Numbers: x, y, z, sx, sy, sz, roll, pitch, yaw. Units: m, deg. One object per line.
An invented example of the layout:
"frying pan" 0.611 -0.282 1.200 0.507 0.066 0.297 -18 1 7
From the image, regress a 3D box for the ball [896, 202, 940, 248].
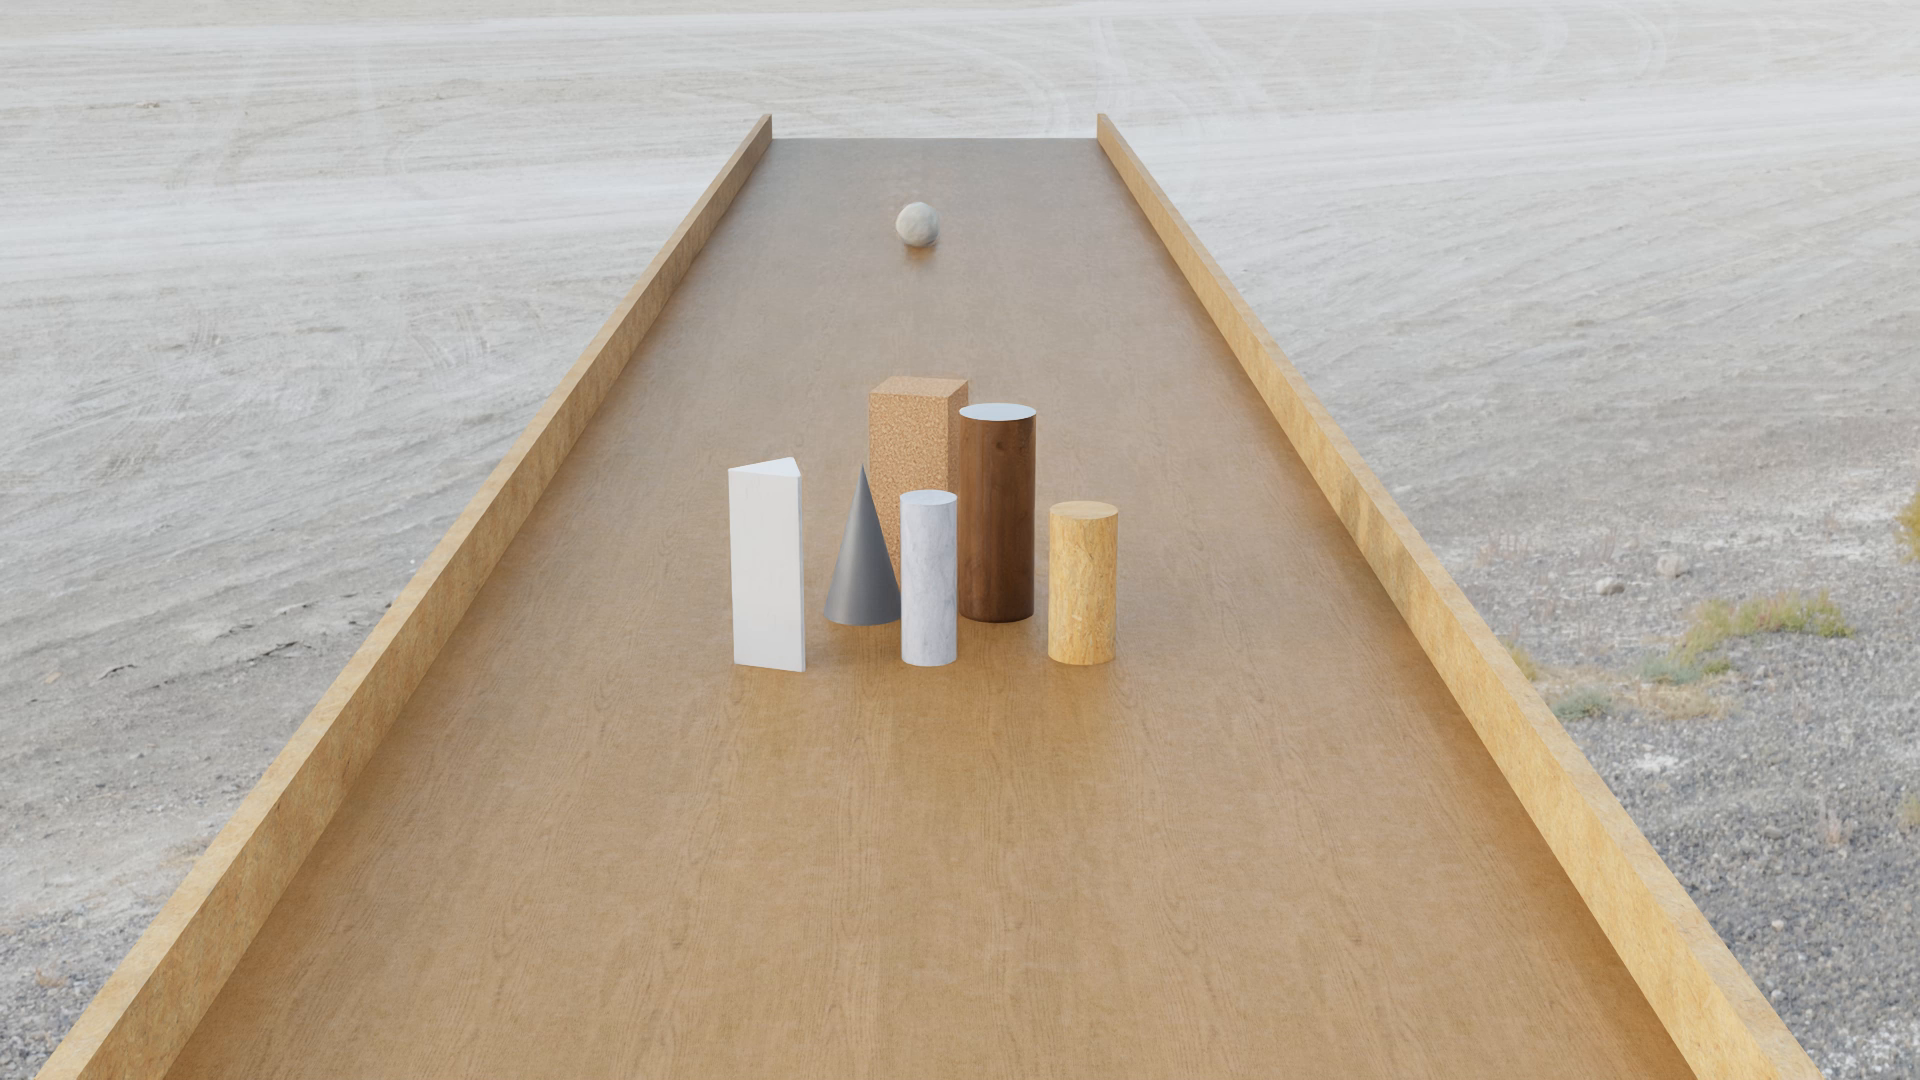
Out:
"ball" -0.178 -1.351 9.432 0.192 0.192 0.192 0 17 0

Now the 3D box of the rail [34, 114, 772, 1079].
"rail" -1.118 -0.838 7.780 0.050 0.150 12.000 0 17 -1

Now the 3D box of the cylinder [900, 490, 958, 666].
"cylinder" -0.062 0.076 4.387 0.113 0.334 0.113 0 17 0

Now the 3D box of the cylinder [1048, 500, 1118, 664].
"cylinder" 0.246 0.085 4.411 0.136 0.302 0.136 0 17 0

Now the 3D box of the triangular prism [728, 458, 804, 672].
"triangular prism" -0.358 0.044 4.377 0.153 0.400 0.132 6 18 19

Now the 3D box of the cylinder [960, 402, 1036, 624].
"cylinder" 0.079 -0.058 4.651 0.161 0.439 0.161 0 17 0

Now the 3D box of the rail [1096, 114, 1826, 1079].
"rail" 0.932 -0.844 7.801 0.050 0.150 12.000 0 17 -1

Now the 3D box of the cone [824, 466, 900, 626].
"cone" -0.205 -0.003 4.658 0.176 0.331 0.176 0 17 0

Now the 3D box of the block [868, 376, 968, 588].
"block" -0.089 -0.127 4.887 0.177 0.438 0.177 4 17 14
